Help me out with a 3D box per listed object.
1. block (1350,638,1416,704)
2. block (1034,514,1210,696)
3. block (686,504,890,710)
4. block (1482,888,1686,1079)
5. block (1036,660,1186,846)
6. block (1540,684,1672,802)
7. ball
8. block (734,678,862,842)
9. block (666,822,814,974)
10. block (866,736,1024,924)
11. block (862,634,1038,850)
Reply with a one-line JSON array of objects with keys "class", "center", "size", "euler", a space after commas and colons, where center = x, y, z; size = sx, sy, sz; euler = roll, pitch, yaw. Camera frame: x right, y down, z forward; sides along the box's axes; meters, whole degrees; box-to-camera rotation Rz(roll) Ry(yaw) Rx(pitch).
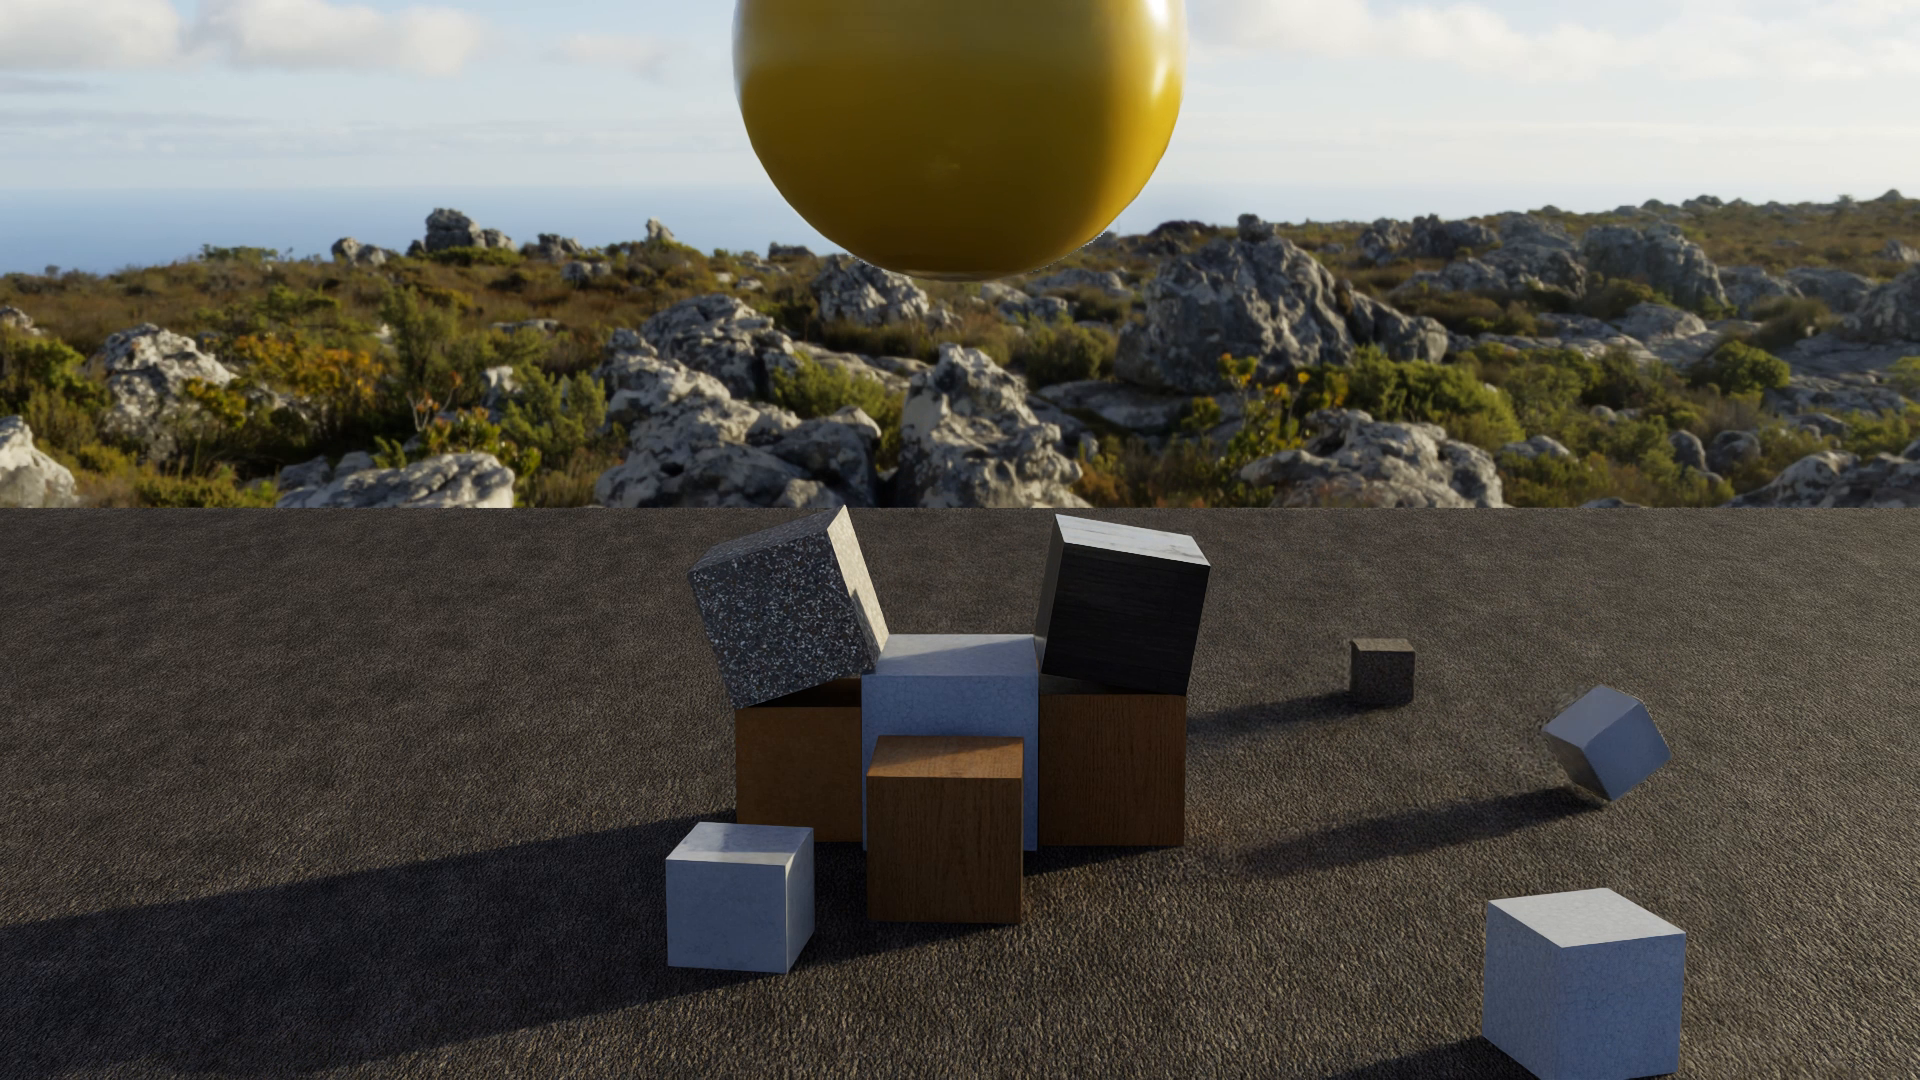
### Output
[{"class": "block", "center": [2.695, 0.833, 14.037], "size": [0.347, 0.338, 0.354], "euler": [0, 10, 2]}, {"class": "block", "center": [0.810, 0.320, 11.243], "size": [0.729, 0.670, 0.825], "euler": [9, 10, -2]}, {"class": "block", "center": [-0.862, 0.332, 11.217], "size": [0.740, 0.730, 0.736], "euler": [-17, 9, 7]}, {"class": "block", "center": [2.407, 1.724, 8.519], "size": [0.536, 0.559, 0.532], "euler": [-3, 11, -16]}, {"class": "block", "center": [0.763, 1.089, 11.384], "size": [0.732, 0.783, 0.739], "euler": [0, 10, 0]}, {"class": "block", "center": [3.499, 1.097, 11.913], "size": [0.416, 0.378, 0.411], "euler": [-36, 16, -7]}, {"class": "ball", "center": [0.000, -1.707, 7.695], "size": [1.600, 1.600, 1.600], "euler": [0, 10, 0]}, {"class": "block", "center": [-0.814, 1.130, 11.381], "size": [0.633, 0.704, 0.596], "euler": [0, 10, 0]}, {"class": "block", "center": [-0.955, 1.559, 9.643], "size": [0.527, 0.481, 0.527], "euler": [2, 10, 9]}, {"class": "block", "center": [-0.058, 1.340, 10.283], "size": [0.698, 0.684, 0.697], "euler": [0, 10, 3]}, {"class": "block", "center": [-0.049, 1.030, 11.387], "size": [0.874, 0.900, 0.921], "euler": [0, 10, 0]}]
